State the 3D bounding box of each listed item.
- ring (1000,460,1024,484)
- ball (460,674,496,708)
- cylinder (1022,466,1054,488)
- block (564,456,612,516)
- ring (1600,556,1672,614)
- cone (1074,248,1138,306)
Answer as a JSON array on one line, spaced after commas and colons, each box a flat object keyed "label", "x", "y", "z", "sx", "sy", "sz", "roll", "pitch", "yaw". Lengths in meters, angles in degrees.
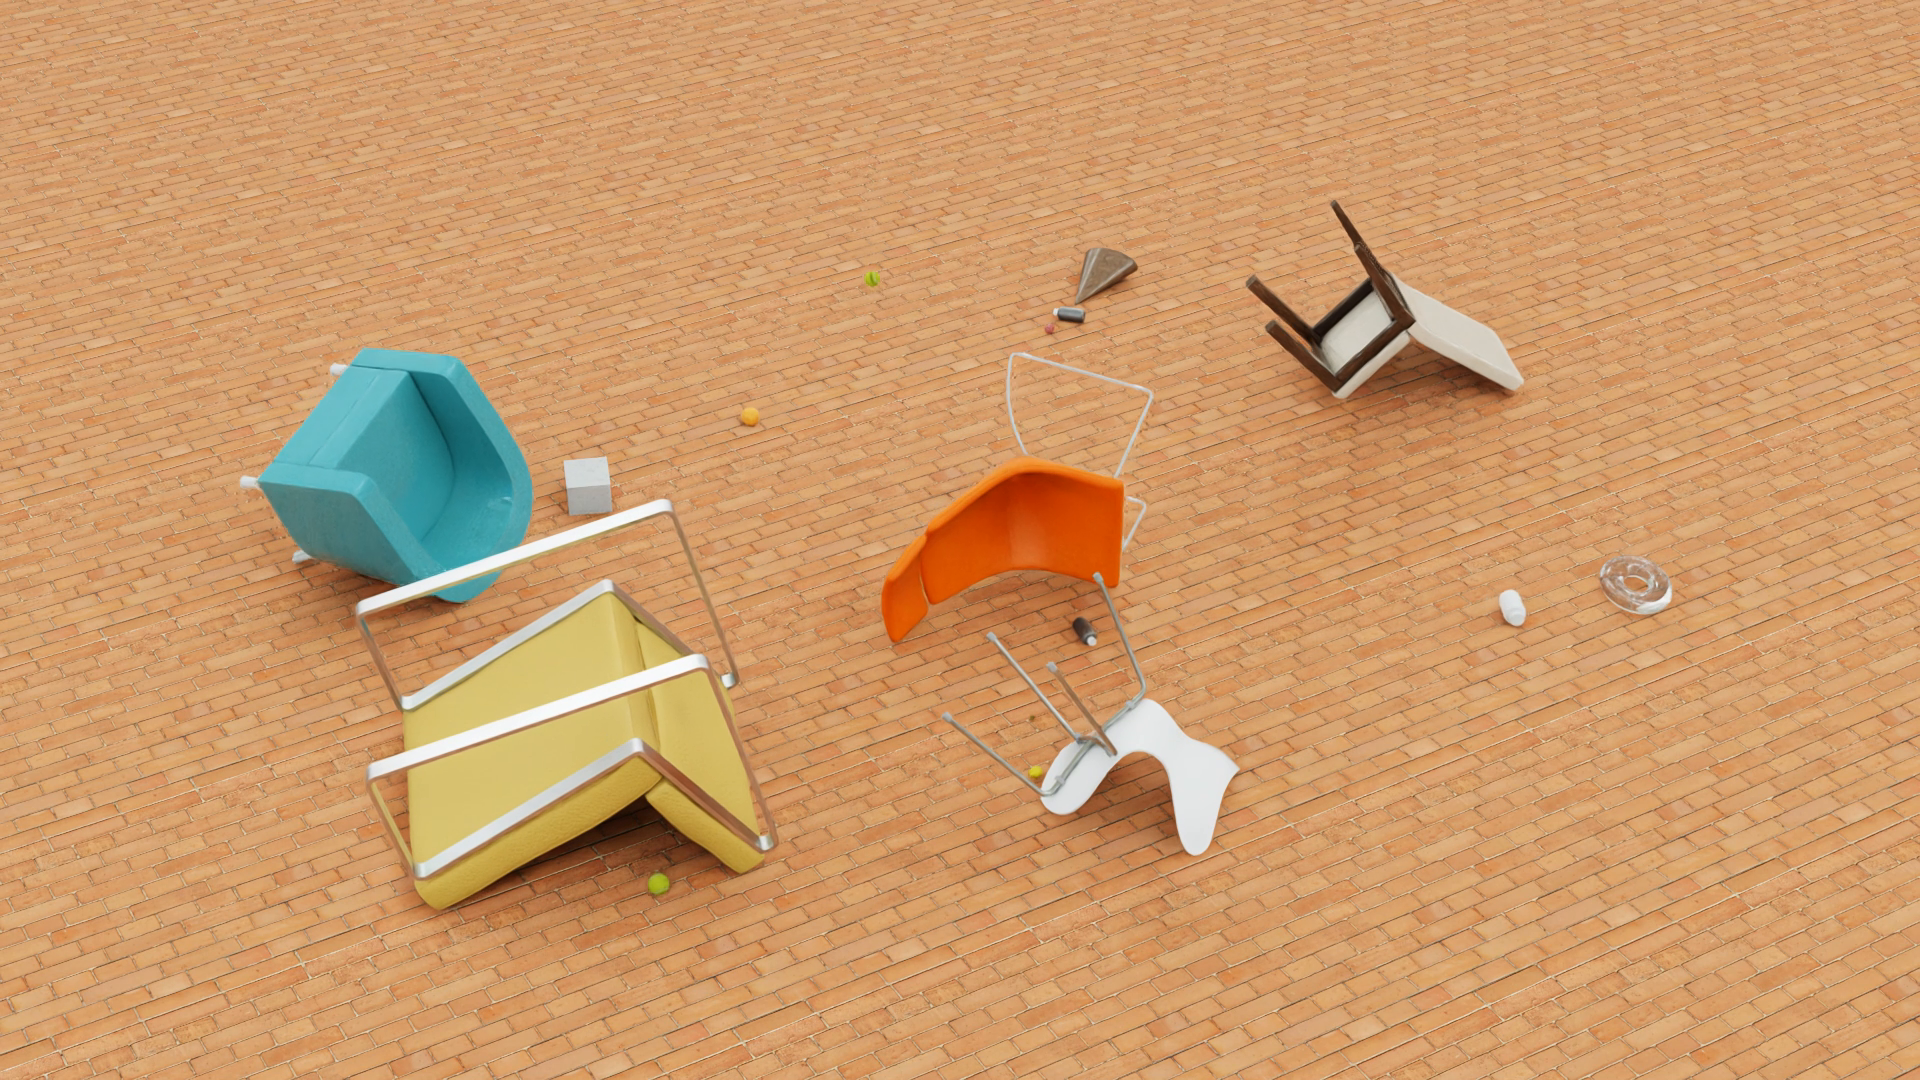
[{"label": "ring", "x": 0.201, "y": -0.261, "z": 11.257, "sx": 0.101, "sy": 0.083, "sz": 0.057, "roll": -42, "pitch": 25, "yaw": 13}, {"label": "ball", "x": -1.652, "y": 0.518, "z": 10.052, "sx": 0.116, "sy": 0.116, "sz": 0.116, "roll": 0, "pitch": 33, "yaw": 0}, {"label": "cylinder", "x": 0.297, "y": -0.243, "z": 11.274, "sx": 0.095, "sy": 0.044, "sz": 0.081, "roll": -24, "pitch": 38, "yaw": -32}, {"label": "block", "x": -1.414, "y": -0.205, "z": 11.142, "sx": 0.163, "sy": 0.124, "sz": 0.199, "roll": -6, "pitch": 34, "yaw": -8}, {"label": "ring", "x": 2.455, "y": 0.161, "z": 10.653, "sx": 0.258, "sy": 0.053, "sz": 0.363, "roll": -1, "pitch": 33, "yaw": 0}, {"label": "cone", "x": 0.569, "y": -1.098, "z": 12.552, "sx": 0.260, "sy": 0.132, "sz": 0.337, "roll": 15, "pitch": 47, "yaw": 28}]
